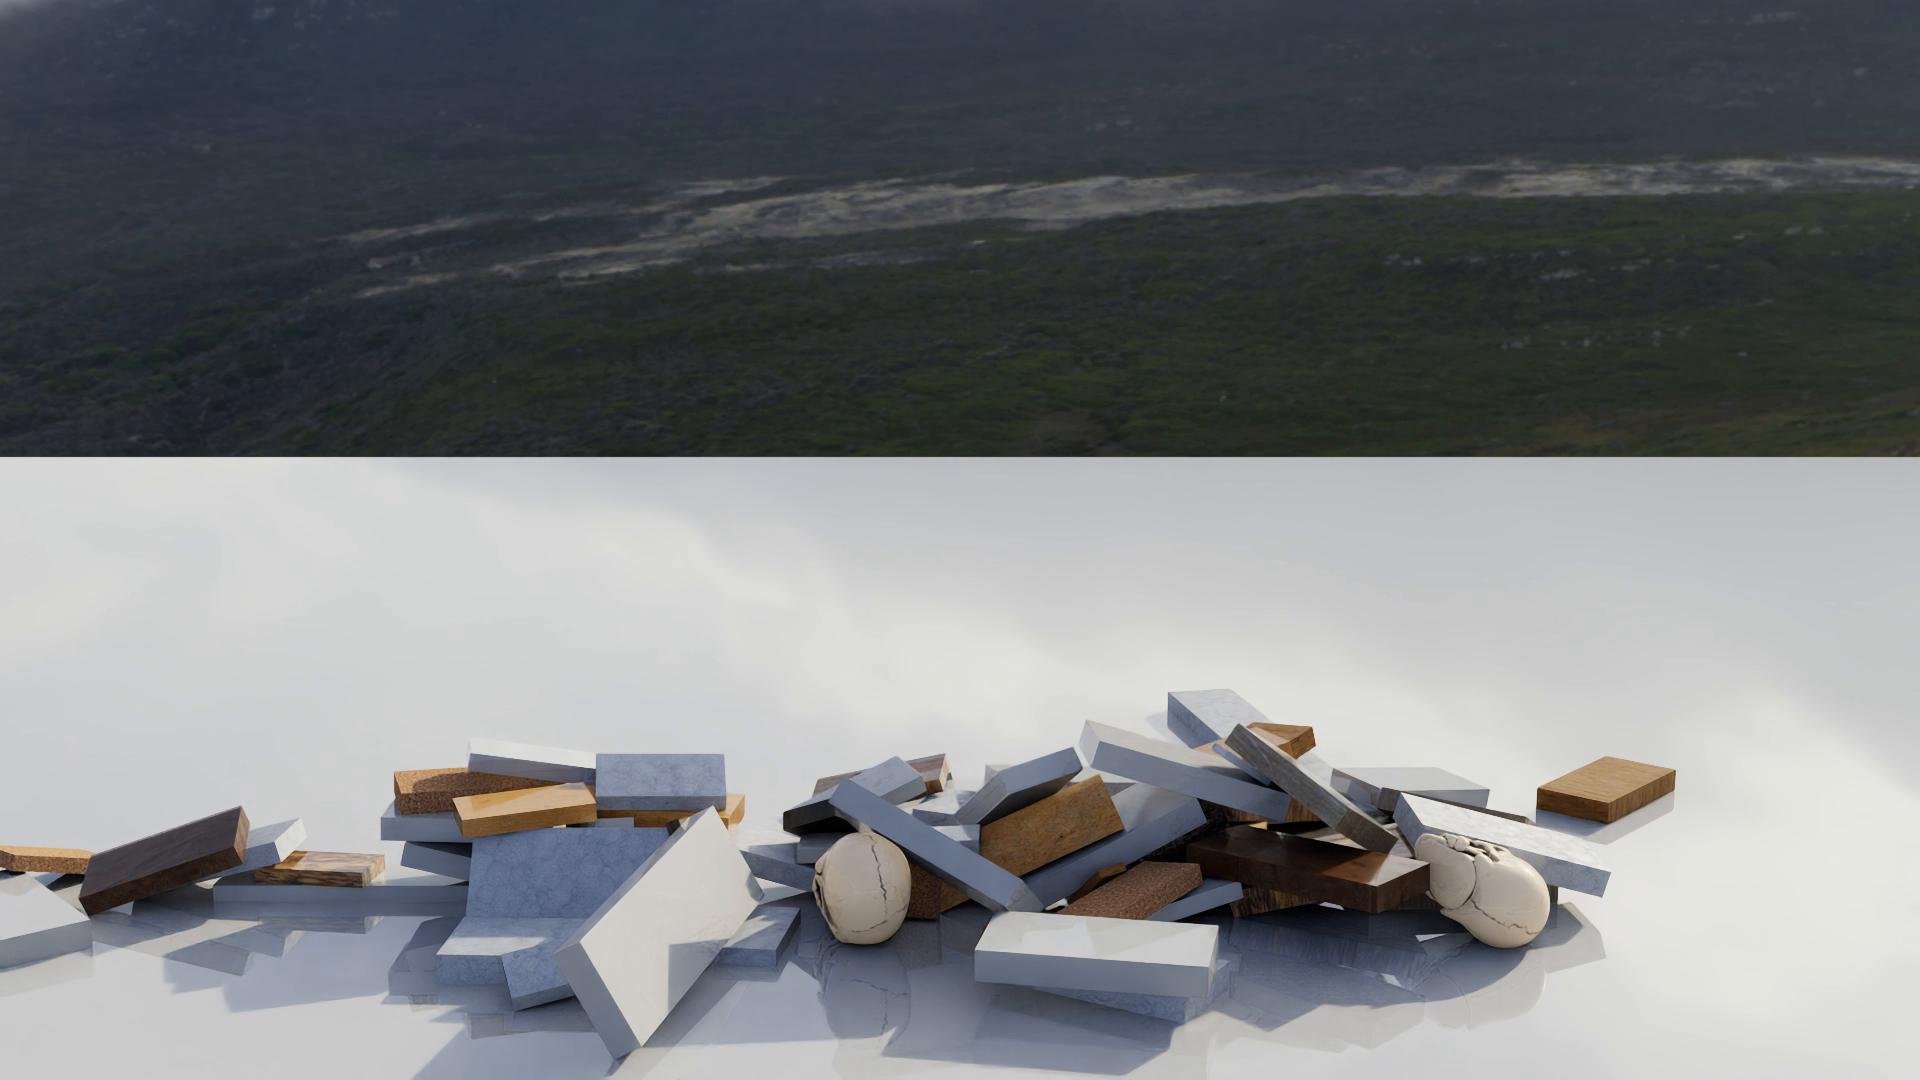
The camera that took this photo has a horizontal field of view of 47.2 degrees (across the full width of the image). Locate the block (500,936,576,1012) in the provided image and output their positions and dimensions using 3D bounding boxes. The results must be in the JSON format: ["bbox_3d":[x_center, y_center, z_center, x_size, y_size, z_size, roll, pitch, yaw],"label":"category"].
[{"bbox_3d":[-0.573,0.626,3.232,0.186,0.026,0.093,-12,36,-15],"label":"block"}]

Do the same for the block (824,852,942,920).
[{"bbox_3d":[-0.124,0.559,3.569,0.186,0.093,0.026,2,-3,13],"label":"block"}]

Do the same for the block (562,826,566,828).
[{"bbox_3d":[-0.591,0.537,3.664,0.279,0.040,0.140,14,10,-4],"label":"block"}]

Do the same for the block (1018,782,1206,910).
[{"bbox_3d":[0.228,0.501,3.657,0.334,0.047,0.167,-27,16,-8],"label":"block"}]

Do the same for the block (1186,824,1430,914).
[{"bbox_3d":[0.549,0.519,3.493,0.359,0.043,0.152,6,11,43],"label":"block"}]

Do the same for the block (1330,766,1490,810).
[{"bbox_3d":[0.839,0.464,4.100,0.277,0.039,0.139,4,10,-35],"label":"block"}]

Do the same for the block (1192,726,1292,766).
[{"bbox_3d":[0.480,0.423,4.149,0.262,0.037,0.131,-17,13,-18],"label":"block"}]

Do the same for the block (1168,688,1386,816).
[{"bbox_3d":[0.615,0.431,4.412,0.144,0.041,0.903,-2,11,-11],"label":"block"}]

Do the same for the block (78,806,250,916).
[{"bbox_3d":[-1.307,0.527,3.620,0.259,0.037,0.130,-18,27,-4],"label":"block"}]

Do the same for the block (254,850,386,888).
[{"bbox_3d":[-1.068,0.549,3.673,0.187,0.027,0.094,1,11,8],"label":"block"}]

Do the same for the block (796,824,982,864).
[{"bbox_3d":[-0.116,0.503,3.643,0.300,0.024,0.086,-4,10,3],"label":"block"}]

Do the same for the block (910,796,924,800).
[{"bbox_3d":[-0.102,0.483,4.207,0.101,0.014,0.050,-8,13,-37],"label":"block"}]

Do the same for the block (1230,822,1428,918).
[{"bbox_3d":[0.596,0.541,3.625,0.321,0.046,0.161,-11,12,2],"label":"block"}]

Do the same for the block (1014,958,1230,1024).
[{"bbox_3d":[0.230,0.642,3.271,0.304,0.043,0.152,6,12,30],"label":"block"}]

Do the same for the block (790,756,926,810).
[{"bbox_3d":[-0.187,0.472,3.986,0.229,0.032,0.114,-25,23,-18],"label":"block"}]

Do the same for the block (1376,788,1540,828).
[{"bbox_3d":[0.889,0.499,3.870,0.277,0.039,0.139,8,-17,40],"label":"block"}]

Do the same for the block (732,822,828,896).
[{"bbox_3d":[-0.294,0.533,3.673,0.272,0.039,0.136,16,10,-2],"label":"block"}]

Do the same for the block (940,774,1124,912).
[{"bbox_3d":[0.100,0.501,3.651,0.334,0.047,0.167,-25,11,0],"label":"block"}]

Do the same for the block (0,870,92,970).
[{"bbox_3d":[-1.521,0.599,3.494,0.161,0.046,0.332,-9,14,-40],"label":"block"}]

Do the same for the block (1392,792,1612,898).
[{"bbox_3d":[0.890,0.501,3.624,0.321,0.046,0.161,14,11,-5],"label":"block"}]

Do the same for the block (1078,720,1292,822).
[{"bbox_3d":[0.373,0.384,3.672,0.334,0.047,0.167,16,6,-6],"label":"block"}]

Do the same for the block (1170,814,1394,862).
[{"bbox_3d":[0.536,0.530,3.824,0.520,0.039,0.139,-2,4,-17],"label":"block"}]

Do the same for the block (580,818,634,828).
[{"bbox_3d":[-0.568,0.535,3.551,0.086,0.171,0.024,-2,-26,-9],"label":"block"}]

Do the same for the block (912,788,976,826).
[{"bbox_3d":[0.060,0.498,3.960,0.262,0.037,0.131,5,13,20],"label":"block"}]

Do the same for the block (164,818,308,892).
[{"bbox_3d":[-1.246,0.533,3.695,0.259,0.037,0.130,-14,10,5],"label":"block"}]

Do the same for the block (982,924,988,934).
[{"bbox_3d":[0.091,0.620,3.469,0.100,0.014,0.050,7,12,32],"label":"block"}]

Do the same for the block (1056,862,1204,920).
[{"bbox_3d":[0.268,0.565,3.471,0.114,0.032,0.229,-5,11,45],"label":"block"}]

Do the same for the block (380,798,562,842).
[{"bbox_3d":[-0.806,0.461,3.653,0.279,0.040,0.140,2,10,-2],"label":"block"}]

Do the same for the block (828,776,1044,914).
[{"bbox_3d":[-0.037,0.493,3.450,0.337,0.048,0.168,27,-14,24],"label":"block"}]

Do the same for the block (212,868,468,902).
[{"bbox_3d":[-0.981,0.575,3.677,0.506,0.027,0.094,0,11,0],"label":"block"}]

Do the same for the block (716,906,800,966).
[{"bbox_3d":[-0.314,0.618,3.444,0.093,0.026,0.186,1,11,7],"label":"block"}]

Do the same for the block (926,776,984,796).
[{"bbox_3d":[0.085,0.478,4.080,0.280,0.026,0.091,6,12,14],"label":"block"}]

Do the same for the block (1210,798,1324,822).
[{"bbox_3d":[0.506,0.470,3.864,0.304,0.043,0.152,5,-7,-36],"label":"block"}]

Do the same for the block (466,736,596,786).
[{"bbox_3d":[-0.687,0.379,3.716,0.284,0.030,0.107,9,7,-15],"label":"block"}]

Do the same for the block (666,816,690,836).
[{"bbox_3d":[-0.416,0.527,3.517,0.024,0.171,0.086,-21,-8,17],"label":"block"}]

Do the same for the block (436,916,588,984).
[{"bbox_3d":[-0.617,0.626,3.351,0.321,0.046,0.161,0,11,2],"label":"block"}]

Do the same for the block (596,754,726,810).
[{"bbox_3d":[-0.497,0.401,3.650,0.213,0.030,0.107,1,35,-10],"label":"block"}]

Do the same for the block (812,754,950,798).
[{"bbox_3d":[-0.149,0.455,4.079,0.254,0.027,0.095,-13,22,13],"label":"block"}]

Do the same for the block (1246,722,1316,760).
[{"bbox_3d":[0.544,0.427,4.245,0.144,0.041,0.287,0,18,45],"label":"block"}]

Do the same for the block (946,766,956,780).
[{"bbox_3d":[-0.144,0.464,4.135,0.272,0.014,0.050,-12,9,8],"label":"block"}]

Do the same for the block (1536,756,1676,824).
[{"bbox_3d":[1.231,0.474,4.185,0.144,0.041,0.287,9,14,41],"label":"block"}]

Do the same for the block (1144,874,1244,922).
[{"bbox_3d":[0.335,0.577,3.529,0.211,0.030,0.106,-15,12,-15],"label":"block"}]

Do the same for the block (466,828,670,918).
[{"bbox_3d":[-0.615,0.542,3.501,0.321,0.161,0.046,0,-27,-1],"label":"block"}]

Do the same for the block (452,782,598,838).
[{"bbox_3d":[-0.704,0.435,3.553,0.213,0.030,0.107,-5,14,-20],"label":"block"}]

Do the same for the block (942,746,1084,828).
[{"bbox_3d":[0.082,0.440,3.720,0.147,0.042,0.293,-15,-19,-28],"label":"block"}]

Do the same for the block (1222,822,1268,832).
[{"bbox_3d":[0.413,0.502,3.752,0.211,0.030,0.106,0,4,13],"label":"block"}]

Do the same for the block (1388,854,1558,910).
[{"bbox_3d":[0.816,0.565,3.681,0.321,0.046,0.161,-1,11,-7],"label":"block"}]

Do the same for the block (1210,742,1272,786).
[{"bbox_3d":[0.464,0.369,3.620,0.100,0.014,0.050,34,-1,-22],"label":"block"}]

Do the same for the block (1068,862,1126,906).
[{"bbox_3d":[0.222,0.562,3.573,0.054,0.015,0.109,-12,-28,-37],"label":"block"}]

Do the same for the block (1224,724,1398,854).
[{"bbox_3d":[0.575,0.411,3.614,0.147,0.042,0.293,32,4,-39],"label":"block"}]

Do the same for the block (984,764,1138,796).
[{"bbox_3d":[0.210,0.451,4.052,0.300,0.042,0.147,3,5,-17],"label":"block"}]

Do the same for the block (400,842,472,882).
[{"bbox_3d":[-0.775,0.531,3.660,0.279,0.040,0.140,14,10,-5],"label":"block"}]

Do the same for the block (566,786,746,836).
[{"bbox_3d":[-0.507,0.452,3.673,0.272,0.039,0.136,4,11,5],"label":"block"}]

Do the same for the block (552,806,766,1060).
[{"bbox_3d":[-0.434,0.567,3.258,0.048,0.168,0.549,-28,5,18],"label":"block"}]

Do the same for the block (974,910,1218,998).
[{"bbox_3d":[0.203,0.605,3.221,0.337,0.048,0.168,2,11,11],"label":"block"}]

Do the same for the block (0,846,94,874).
[{"bbox_3d":[-1.539,0.540,3.713,0.094,0.027,0.187,8,-5,35],"label":"block"}]

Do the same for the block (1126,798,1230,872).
[{"bbox_3d":[0.332,0.500,3.651,0.211,0.030,0.106,-28,16,-12],"label":"block"}]

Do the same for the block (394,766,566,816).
[{"bbox_3d":[-0.807,0.415,3.691,0.267,0.037,0.130,-2,11,-20],"label":"block"}]

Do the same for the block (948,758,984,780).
[{"bbox_3d":[-0.020,0.461,4.292,0.091,0.026,0.182,-7,13,-34],"label":"block"}]

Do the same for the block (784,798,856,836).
[{"bbox_3d":[-0.181,0.491,3.731,0.114,0.032,0.229,-20,-31,33],"label":"block"}]
